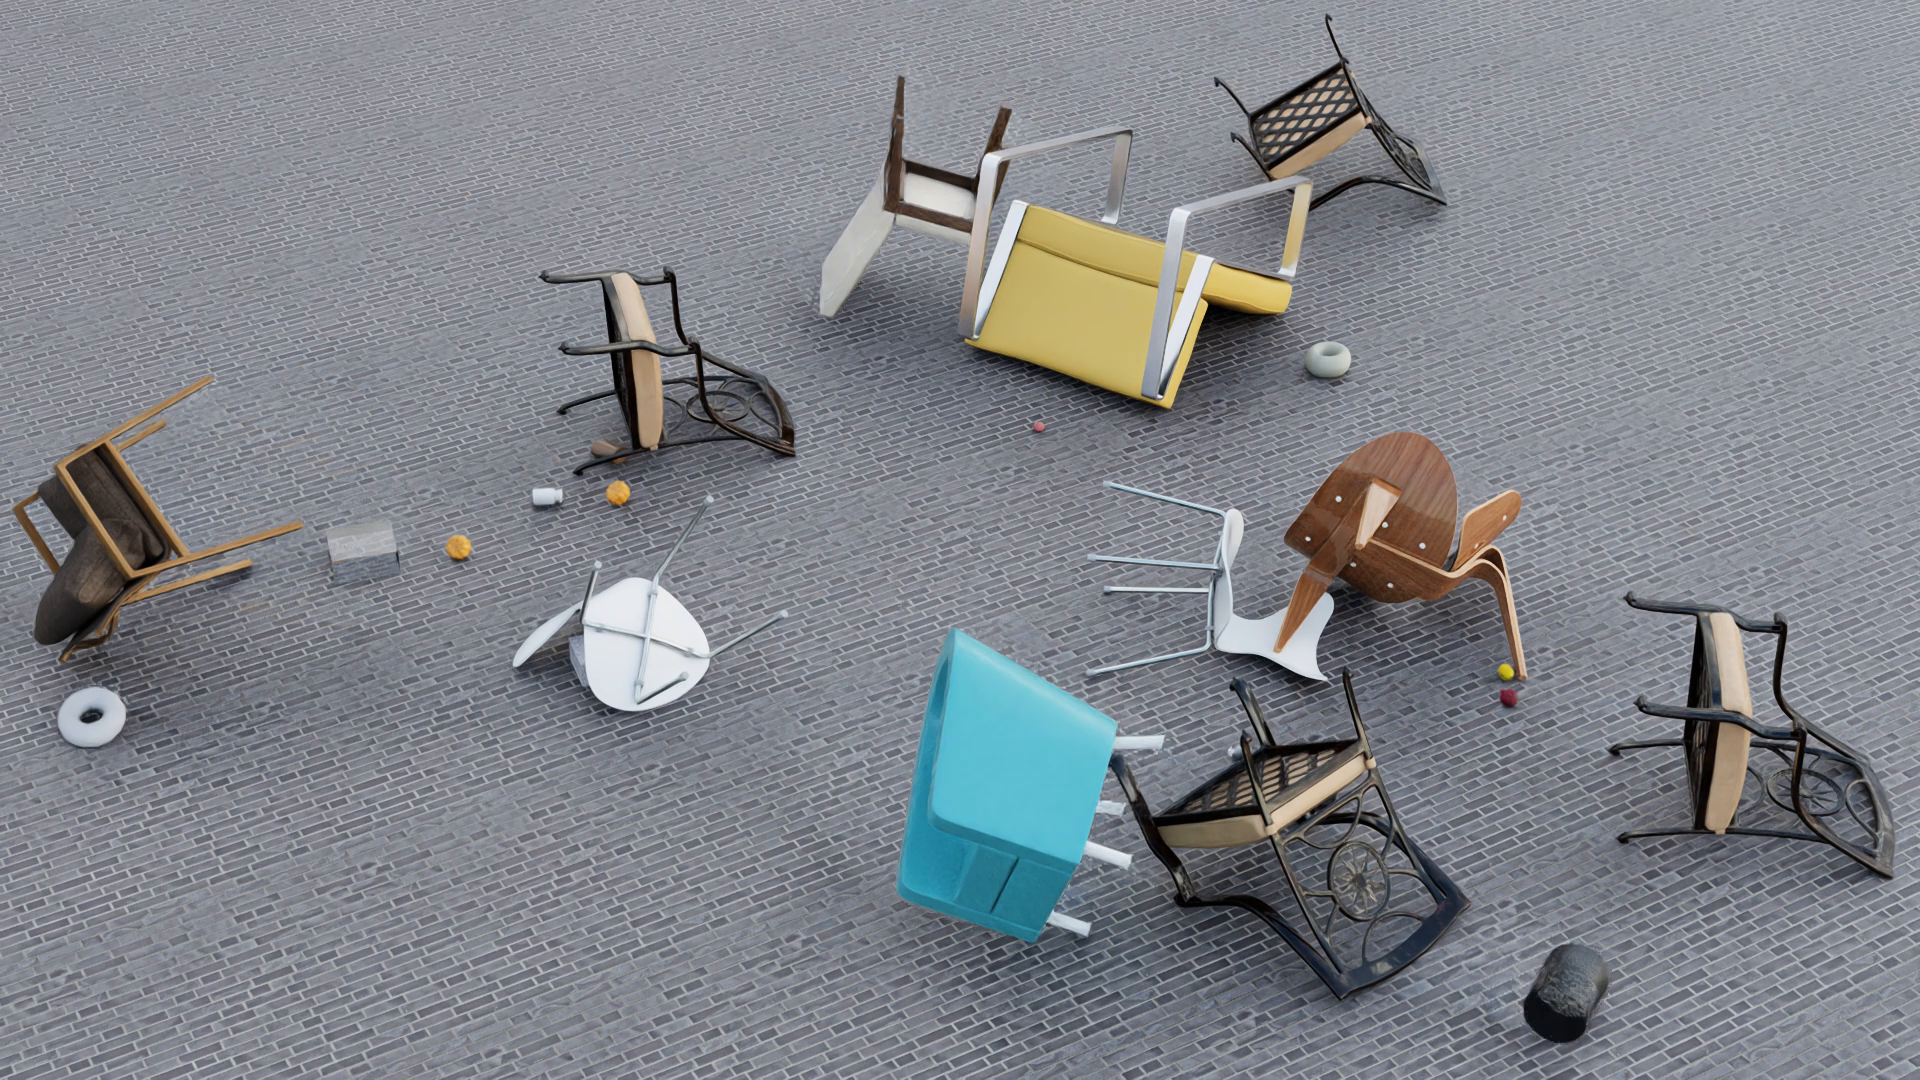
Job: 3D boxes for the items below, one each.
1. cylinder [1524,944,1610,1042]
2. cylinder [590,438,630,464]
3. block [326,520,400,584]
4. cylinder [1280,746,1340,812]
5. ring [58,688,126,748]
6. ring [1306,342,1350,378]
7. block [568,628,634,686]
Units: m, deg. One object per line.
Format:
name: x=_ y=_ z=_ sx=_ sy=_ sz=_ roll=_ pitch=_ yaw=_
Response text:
cylinder: x=1.804 y=1.346 z=8.719 sx=0.192 sy=0.201 sz=0.223 roll=28 pitch=41 yaw=14
cylinder: x=-1.362 y=-0.346 z=11.410 sx=0.112 sy=0.064 sz=0.100 roll=23 pitch=29 yaw=26
block: x=-2.197 y=0.044 z=10.786 sx=0.239 sy=0.101 sz=0.221 roll=-9 pitch=34 yaw=-14
cylinder: x=1.145 y=0.782 z=9.591 sx=0.166 sy=0.184 sz=0.116 roll=15 pitch=29 yaw=22
ring: x=-2.947 y=0.601 z=9.950 sx=0.225 sy=0.070 sz=0.279 roll=-15 pitch=42 yaw=-15
ring: x=1.504 y=-0.737 z=11.978 sx=0.191 sy=0.096 sz=0.180 roll=-21 pitch=38 yaw=-26
block: x=-1.252 y=0.408 z=10.241 sx=0.187 sy=0.093 sz=0.175 roll=-12 pitch=35 yaw=-17
